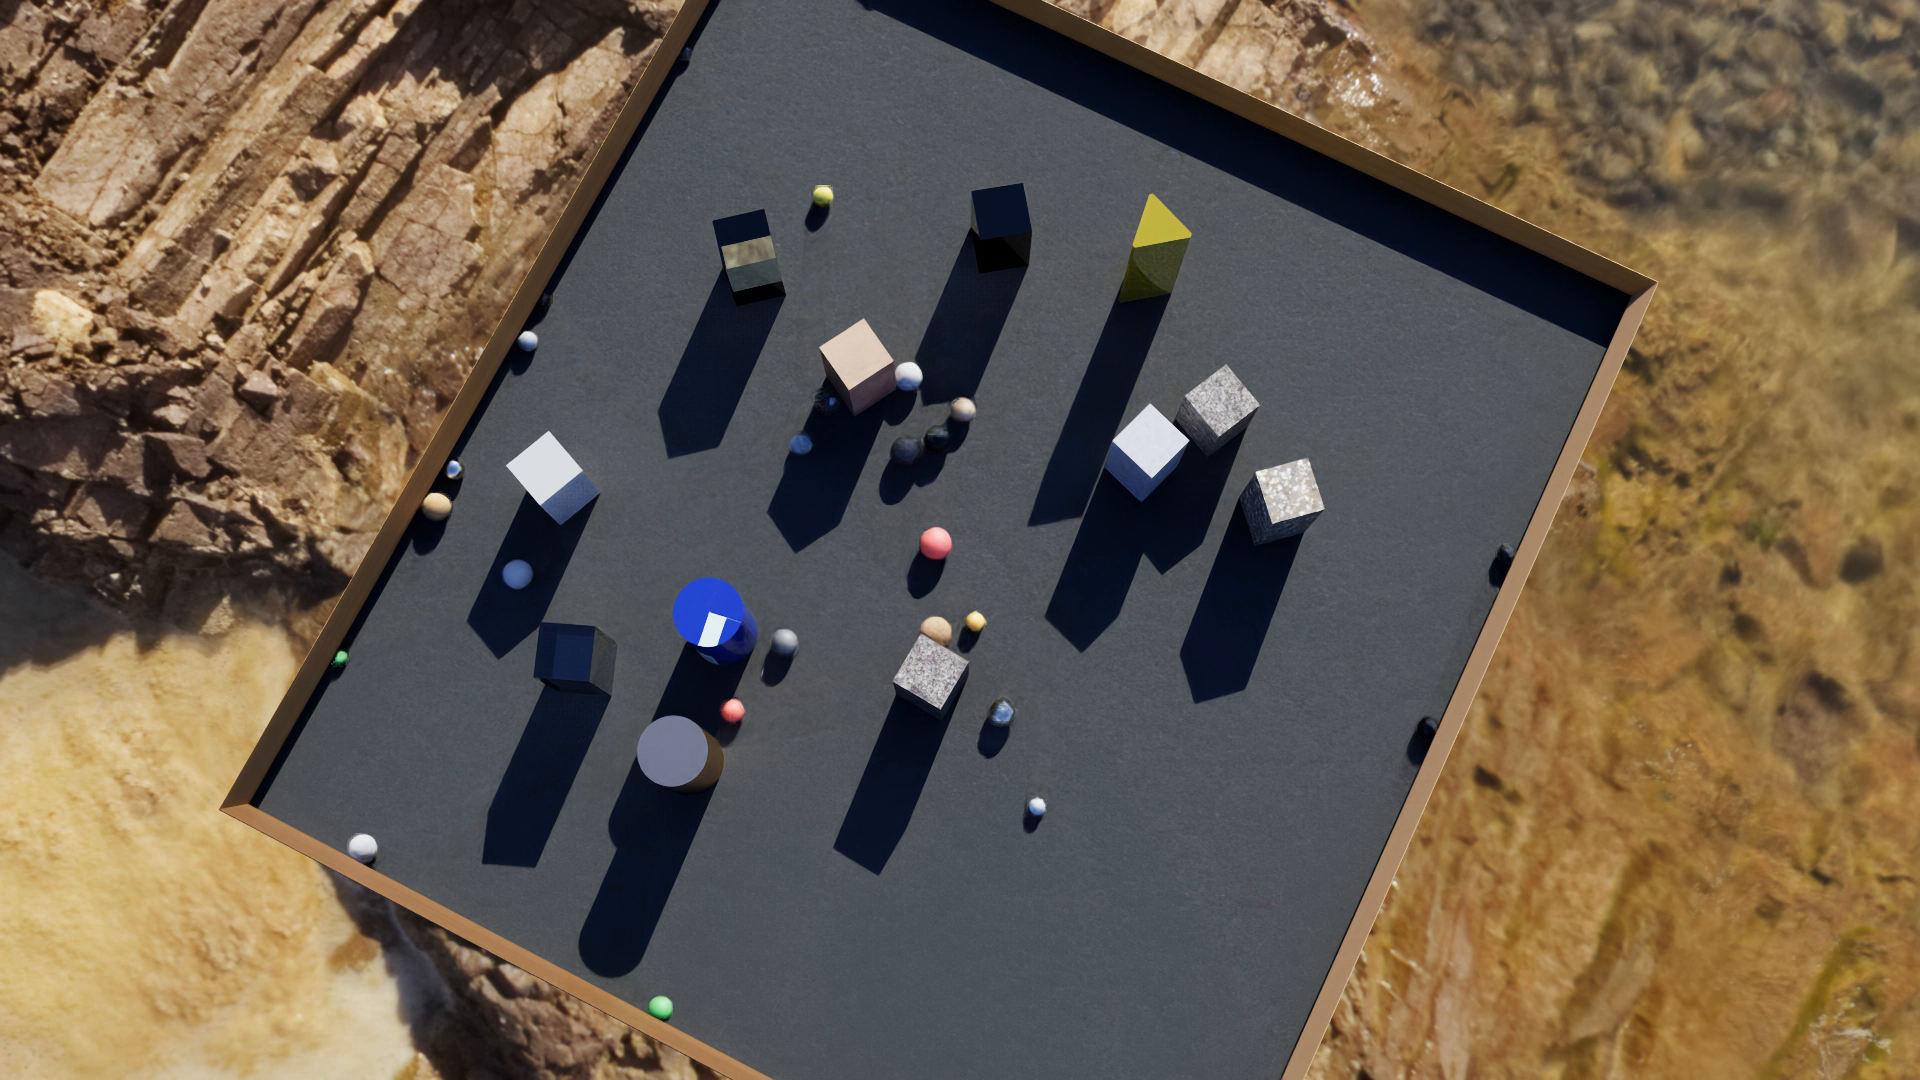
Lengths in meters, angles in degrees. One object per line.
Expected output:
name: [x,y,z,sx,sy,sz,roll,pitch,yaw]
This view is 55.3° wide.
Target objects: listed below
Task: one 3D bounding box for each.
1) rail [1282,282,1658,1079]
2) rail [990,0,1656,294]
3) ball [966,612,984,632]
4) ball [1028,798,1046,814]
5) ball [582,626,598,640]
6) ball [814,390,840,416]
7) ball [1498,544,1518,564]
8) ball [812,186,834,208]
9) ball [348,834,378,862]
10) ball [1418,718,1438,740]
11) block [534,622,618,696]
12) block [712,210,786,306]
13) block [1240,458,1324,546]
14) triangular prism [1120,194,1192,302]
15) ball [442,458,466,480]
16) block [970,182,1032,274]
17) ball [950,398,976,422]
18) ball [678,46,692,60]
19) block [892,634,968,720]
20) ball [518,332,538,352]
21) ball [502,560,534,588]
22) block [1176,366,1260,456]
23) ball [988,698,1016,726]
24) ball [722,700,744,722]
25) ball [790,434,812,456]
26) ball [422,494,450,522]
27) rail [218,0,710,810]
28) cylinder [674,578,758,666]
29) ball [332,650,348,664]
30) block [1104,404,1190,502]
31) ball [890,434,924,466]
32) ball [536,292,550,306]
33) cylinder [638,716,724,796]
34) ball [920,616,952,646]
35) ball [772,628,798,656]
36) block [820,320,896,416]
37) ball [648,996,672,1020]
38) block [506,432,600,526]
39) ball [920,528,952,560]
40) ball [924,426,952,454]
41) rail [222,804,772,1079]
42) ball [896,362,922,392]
rail: [1.380,0.683,5.408,0.045,0.129,3.369,26,80,5]
rail: [0.743,-1.448,5.849,3.133,0.129,0.045,26,80,5]
ball: [0.046,0.247,5.536,0.058,0.058,0.058,0,78,0]
ball: [0.229,0.790,5.428,0.049,0.049,0.049,0,78,0]
ball: [-1.116,0.281,5.535,0.046,0.046,0.046,0,78,0]
ball: [-0.410,-0.426,5.664,0.080,0.080,0.080,0,78,0]
ball: [1.667,0.044,5.576,0.062,0.062,0.062,0,78,0]
ball: [-0.434,-1.088,5.809,0.065,0.065,0.065,0,78,0]
ball: [-1.755,0.907,5.387,0.082,0.082,0.082,0,78,0]
ball: [1.397,0.562,5.467,0.065,0.065,0.065,0,78,0]
block: [-1.123,0.352,5.369,0.159,0.342,0.159,4,78,1]
block: [-0.644,-0.863,5.626,0.159,0.332,0.159,-13,79,-3]
block: [0.957,-0.110,5.473,0.159,0.326,0.159,-15,79,-3]
triangular prism: [0.571,-0.887,5.553,0.172,0.484,0.149,-11,79,-2]
ball: [-1.556,-0.216,5.626,0.070,0.070,0.070,0,78,0]
block: [0.126,-0.961,5.667,0.159,0.292,0.159,-9,78,-2]
ball: [0.007,-0.401,5.659,0.079,0.079,0.079,0,78,0]
ball: [-0.890,-1.573,5.920,0.044,0.044,0.044,0,78,0]
block: [-0.083,0.406,5.376,0.159,0.308,0.159,30,80,6]
ball: [-1.348,-0.619,5.713,0.062,0.062,0.062,0,78,0]
ball: [-1.339,0.103,5.549,0.090,0.090,0.090,0,78,0]
block: [0.780,-0.390,5.570,0.159,0.249,0.159,-37,81,-7]
ball: [0.127,0.513,5.468,0.084,0.084,0.084,0,78,0]
ball: [-0.678,0.511,5.476,0.068,0.068,0.068,0,78,0]
ball: [-0.488,-0.293,5.642,0.069,0.069,0.069,0,78,0]
ball: [-1.599,-0.100,5.593,0.087,0.087,0.087,0,78,0]
rail: [-1.380,-0.669,5.688,0.045,0.129,3.369,26,80,5]
cylinder: [-0.712,0.243,5.368,0.199,0.387,0.199,0,78,0]
ball: [-1.871,0.353,5.520,0.047,0.047,0.047,0,78,0]
block: [0.558,-0.258,5.509,0.159,0.315,0.159,44,82,8]
ball: [-0.162,-0.274,5.623,0.100,0.100,0.100,0,78,0]
ball: [-1.307,-0.754,5.750,0.045,0.045,0.045,0,78,0]
cylinder: [-0.805,0.627,5.305,0.199,0.356,0.199,0,78,0]
ball: [-0.073,0.279,5.509,0.097,0.097,0.097,0,78,0]
ball: [-0.527,0.307,5.511,0.082,0.082,0.082,0,78,0]
block: [-0.307,-0.521,5.575,0.159,0.292,0.159,-34,80,-7]
ball: [-0.868,1.355,5.300,0.071,0.071,0.071,0,78,0]
block: [-1.219,-0.183,5.512,0.159,0.280,0.159,-41,81,-8]
ball: [-0.074,0.011,5.564,0.099,0.099,0.099,0,78,0]
ball: [-0.069,-0.310,5.636,0.087,0.087,0.087,0,78,0]
rail: [-0.743,1.462,5.247,3.133,0.129,0.045,26,80,5]
ball: [-0.160,-0.506,5.676,0.089,0.089,0.089,0,78,0]
